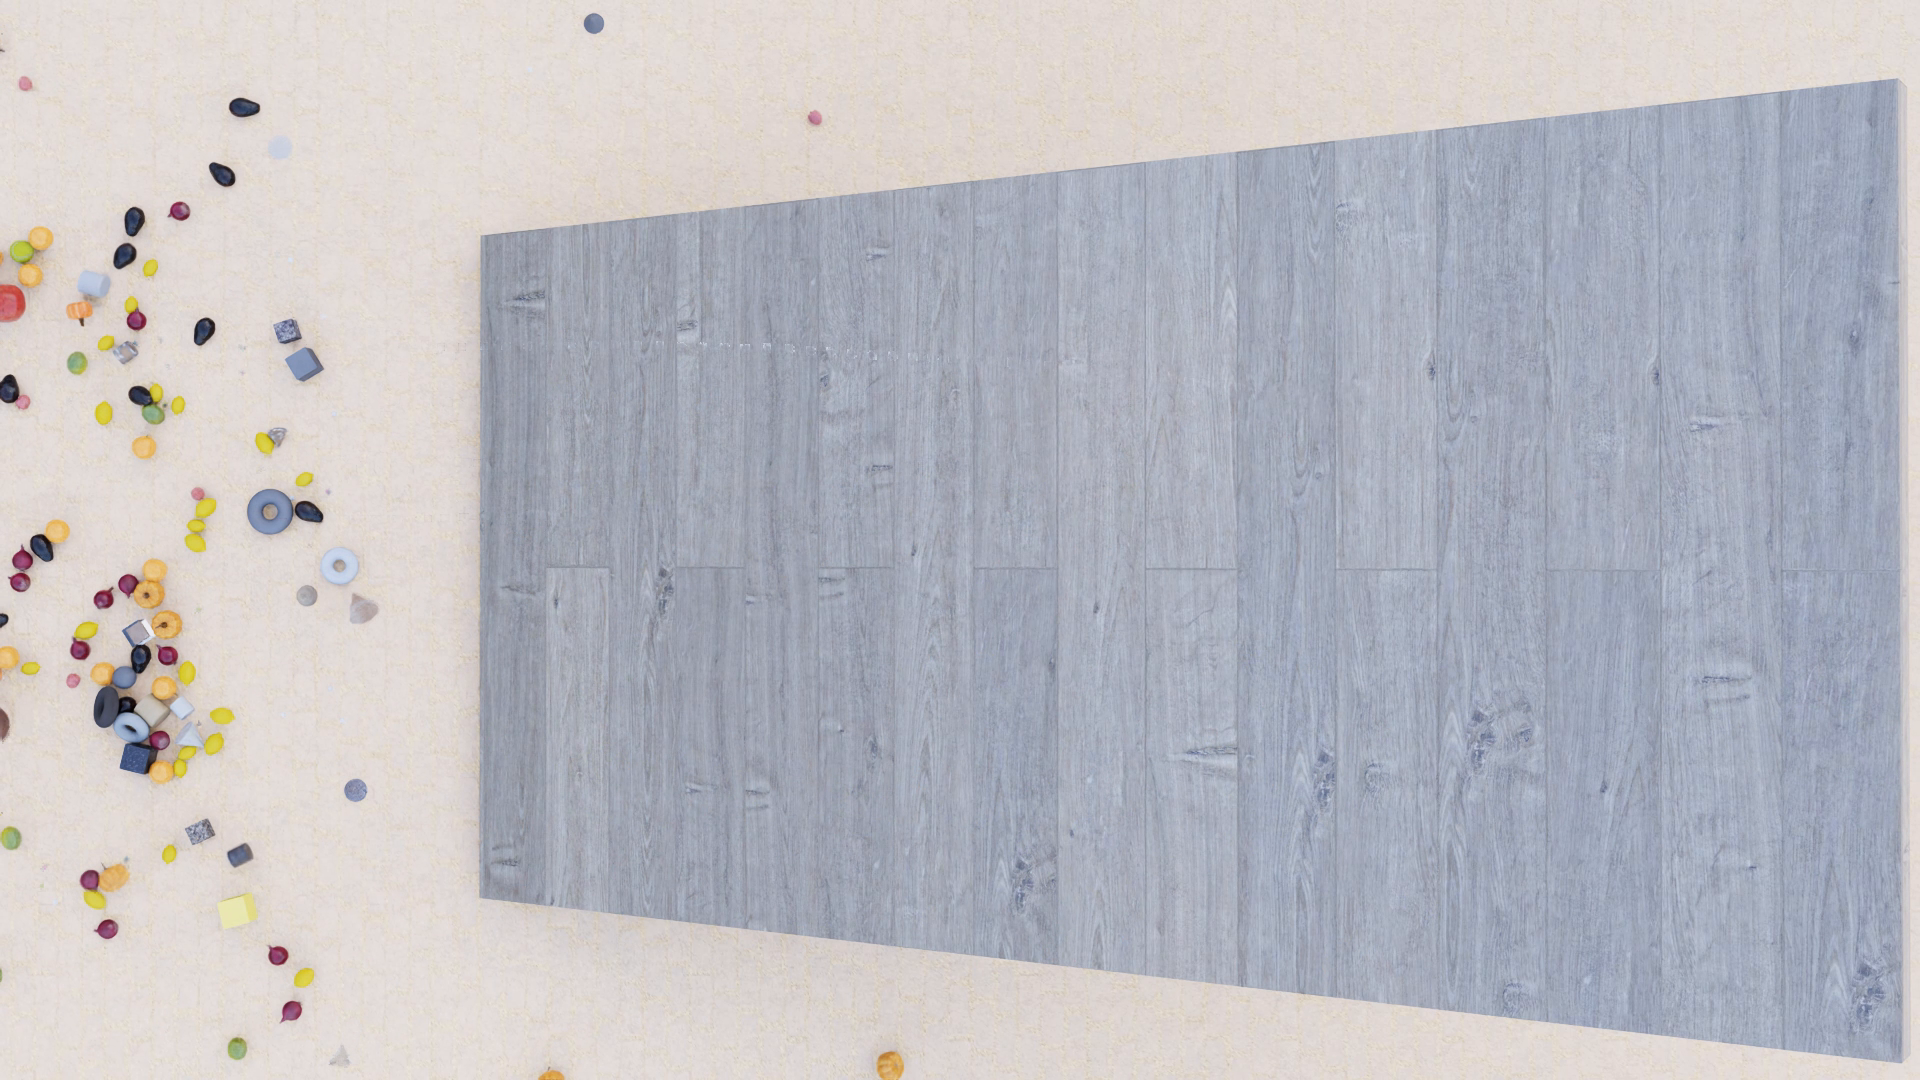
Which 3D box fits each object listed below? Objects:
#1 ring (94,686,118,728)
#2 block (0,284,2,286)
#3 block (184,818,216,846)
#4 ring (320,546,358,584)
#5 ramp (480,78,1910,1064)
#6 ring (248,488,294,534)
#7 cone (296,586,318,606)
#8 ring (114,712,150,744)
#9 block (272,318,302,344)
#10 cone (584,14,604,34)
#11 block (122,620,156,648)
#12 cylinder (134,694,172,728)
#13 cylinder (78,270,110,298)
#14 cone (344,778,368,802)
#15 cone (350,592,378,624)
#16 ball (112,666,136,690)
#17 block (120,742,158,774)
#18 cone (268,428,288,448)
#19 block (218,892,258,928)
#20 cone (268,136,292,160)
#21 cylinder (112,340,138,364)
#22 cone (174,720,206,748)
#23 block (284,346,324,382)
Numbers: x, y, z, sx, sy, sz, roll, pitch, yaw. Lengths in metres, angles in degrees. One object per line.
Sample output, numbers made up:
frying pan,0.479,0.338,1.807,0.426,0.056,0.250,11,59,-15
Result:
ring,-2.588,0.506,6.666,0.043,0.128,0.128,11,89,-40
block,-2.971,-0.785,6.700,0.059,0.059,0.059,-35,90,0
block,-2.310,0.887,6.686,0.057,0.057,0.057,-25,90,0
ring,-1.891,0.079,6.703,0.116,0.039,0.116,0,91,0
ramp,0.256,0.070,5.592,4.000,0.100,2.000,0,89,33
ring,-2.102,-0.086,6.700,0.141,0.047,0.141,0,88,0
cone,-1.996,0.171,6.688,0.065,0.065,0.065,0,90,0
ring,-2.517,0.570,6.678,0.113,0.038,0.113,6,127,8
block,-2.048,-0.635,6.699,0.058,0.058,0.058,-18,90,0
cone,-1.121,-1.582,6.704,0.064,0.064,0.064,0,90,0
block,-2.498,0.283,6.689,0.061,0.061,0.061,-33,90,0
cylinder,-2.452,0.518,6.680,0.076,0.076,0.076,41,90,0
cylinder,-2.637,-0.778,6.694,0.070,0.070,0.070,17,90,0
cone,-1.845,0.764,6.680,0.071,0.071,0.071,0,90,0
cone,-1.835,0.192,6.700,0.092,0.092,0.092,-36,63,0
ball,-2.539,0.418,6.684,0.070,0.070,0.070,0,90,0
block,-2.493,0.663,6.678,0.077,0.077,0.077,14,90,0
cone,-2.079,-0.306,6.712,0.057,0.057,0.057,1,116,0
block,-2.191,1.124,6.672,0.081,0.081,0.081,-15,90,0
cone,-2.081,-1.203,6.695,0.075,0.075,0.075,0,90,0
cylinder,-2.542,-0.571,6.701,0.053,0.053,0.053,-36,90,0
cone,-2.331,0.609,6.698,0.084,0.084,0.084,41,90,-26
block,-1.994,-0.534,6.690,0.073,0.073,0.073,-32,90,0
